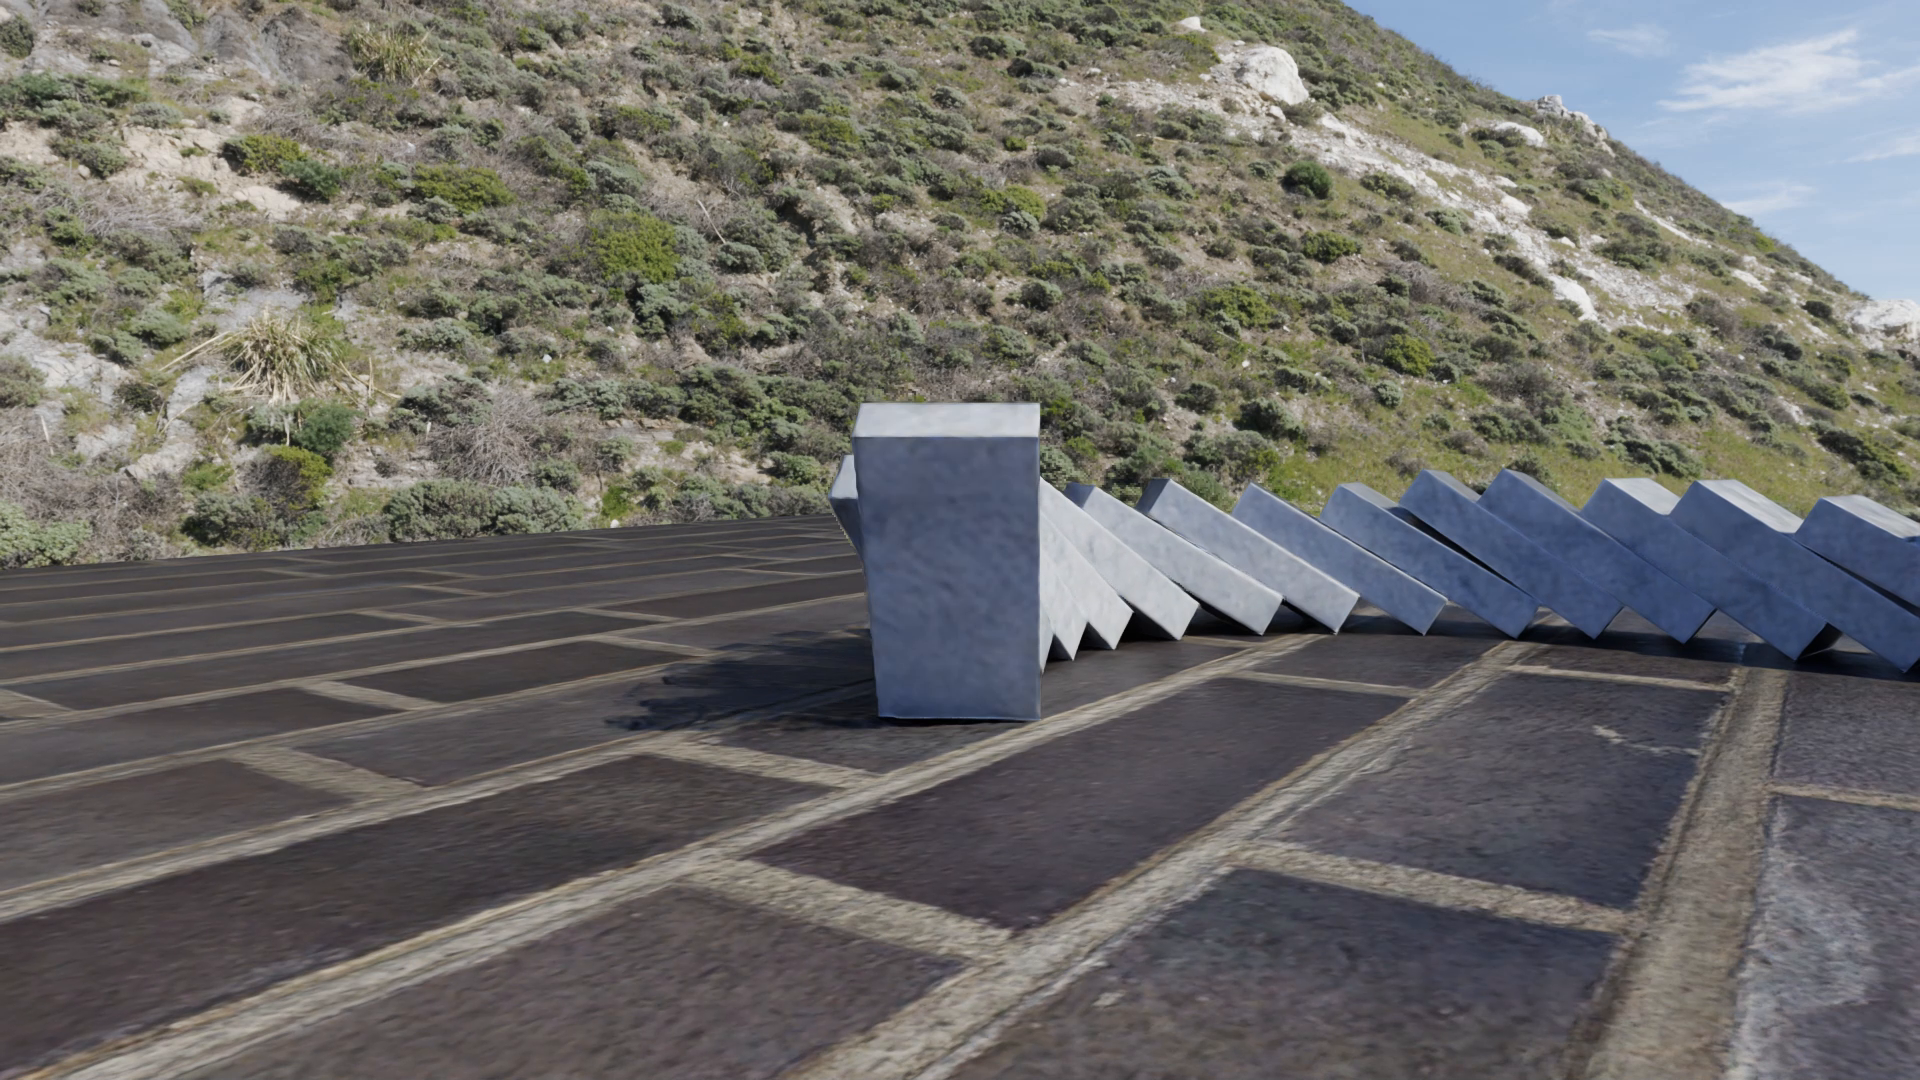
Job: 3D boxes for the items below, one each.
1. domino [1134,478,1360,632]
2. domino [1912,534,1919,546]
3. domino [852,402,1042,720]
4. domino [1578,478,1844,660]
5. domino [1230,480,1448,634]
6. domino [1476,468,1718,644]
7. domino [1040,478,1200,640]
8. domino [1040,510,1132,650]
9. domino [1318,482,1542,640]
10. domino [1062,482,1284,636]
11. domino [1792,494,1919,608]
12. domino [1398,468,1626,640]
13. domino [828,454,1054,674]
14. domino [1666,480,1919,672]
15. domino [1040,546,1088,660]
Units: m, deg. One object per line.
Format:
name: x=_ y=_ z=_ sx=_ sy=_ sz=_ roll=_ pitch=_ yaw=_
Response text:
domino: x=0.065 y=0.003 z=0.298 sx=0.050 sy=0.009 sz=0.025 roll=31 pitch=2 yaw=-2
domino: x=0.201 y=0.009 z=0.227 sx=0.025 sy=0.009 sz=0.050 roll=-3 pitch=34 yaw=-40
domino: x=-0.001 y=0.004 z=0.189 sx=0.025 sy=0.050 sz=0.009 roll=0 pitch=34 yaw=4
domino: x=0.160 y=0.005 z=0.271 sx=0.025 sy=0.009 sz=0.050 roll=-3 pitch=38 yaw=-42
domino: x=0.087 y=0.003 z=0.300 sx=0.050 sy=0.009 sz=0.025 roll=32 pitch=10 yaw=10
domino: x=0.141 y=0.003 z=0.282 sx=0.050 sy=0.010 sz=0.025 roll=41 pitch=22 yaw=27
domino: x=0.026 y=0.004 z=0.278 sx=0.050 sy=0.009 sz=0.025 roll=36 pitch=-13 yaw=-25
domino: x=0.011 y=0.004 z=0.262 sx=0.025 sy=0.009 sz=0.050 roll=5 pitch=-32 yaw=47
domino: x=0.110 y=0.004 z=0.298 sx=0.050 sy=0.009 sz=0.025 roll=35 pitch=19 yaw=21
domino: x=0.046 y=0.004 z=0.293 sx=0.050 sy=0.009 sz=0.025 roll=30 pitch=0 yaw=-9
domino: x=0.188 y=0.008 z=0.241 sx=0.025 sy=0.009 sz=0.050 roll=-4 pitch=34 yaw=-40
domino: x=0.126 y=0.002 z=0.291 sx=0.050 sy=0.010 sz=0.025 roll=40 pitch=21 yaw=24
domino: x=-0.002 y=0.005 z=0.227 sx=0.025 sy=0.010 sz=0.050 roll=2 pitch=-38 yaw=23
domino: x=0.172 y=0.006 z=0.258 sx=0.025 sy=0.010 sz=0.050 roll=-3 pitch=38 yaw=-42
domino: x=0.003 y=0.004 z=0.245 sx=0.025 sy=0.010 sz=0.050 roll=3 pitch=-35 yaw=34
